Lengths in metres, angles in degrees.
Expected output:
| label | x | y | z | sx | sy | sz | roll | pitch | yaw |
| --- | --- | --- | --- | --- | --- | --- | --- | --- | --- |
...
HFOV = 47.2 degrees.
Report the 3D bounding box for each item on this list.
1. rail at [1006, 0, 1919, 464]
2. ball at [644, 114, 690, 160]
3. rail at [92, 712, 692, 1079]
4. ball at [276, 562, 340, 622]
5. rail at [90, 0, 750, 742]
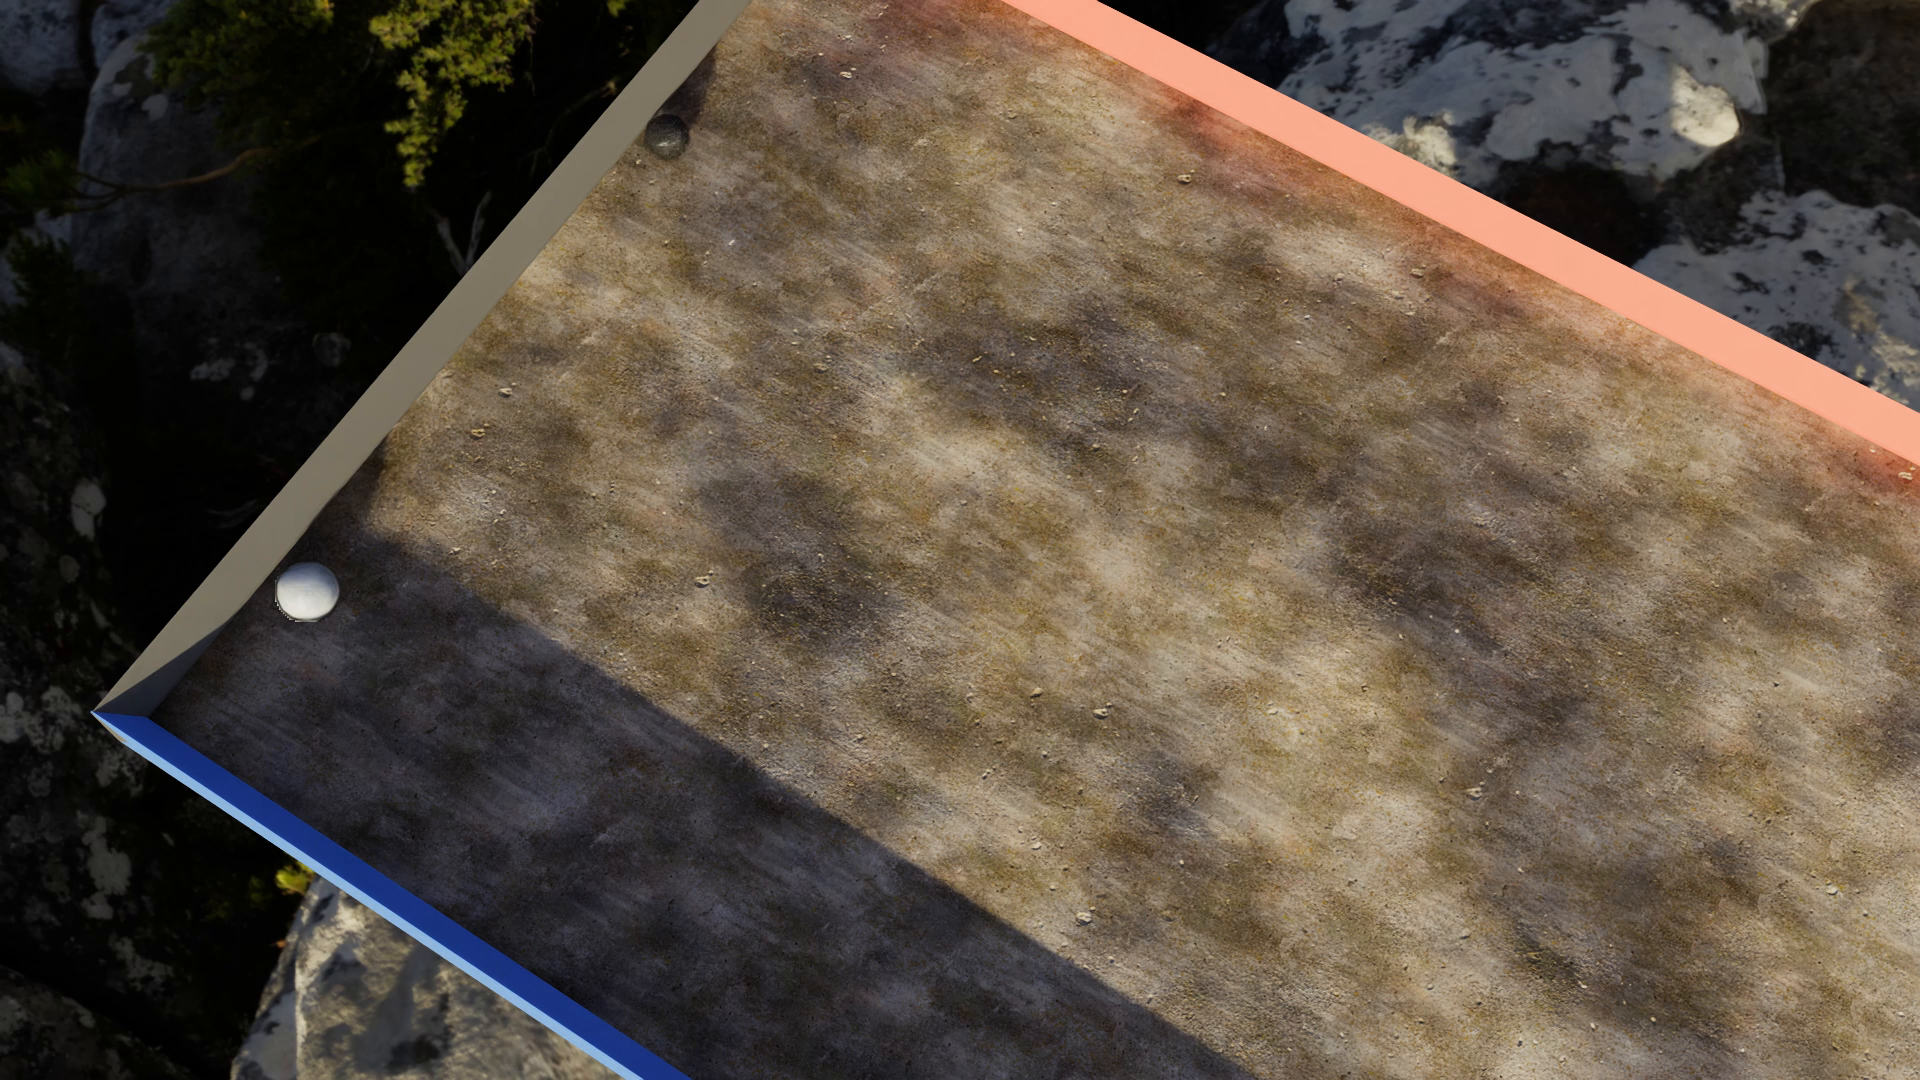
| label | x | y | z | sx | sy | sz | roll | pitch | yaw |
| --- | --- | --- | --- | --- | --- | --- | --- | --- | --- |
| rail | 1.311 | -0.296 | 3.675 | 3.755 | 0.125 | 0.045 | 30 | 69 | 13 |
| ball | -0.518 | -0.714 | 3.896 | 0.080 | 0.080 | 0.080 | 0 | 65 | 0 |
| rail | 0.274 | 1.183 | 2.985 | 3.755 | 0.125 | 0.045 | 30 | 69 | 13 |
| ball | -1.043 | 0.082 | 3.516 | 0.096 | 0.096 | 0.096 | 0 | 65 | 0 |
| rail | -0.772 | -0.458 | 3.751 | 0.045 | 0.125 | 1.981 | 30 | 69 | 13 |
